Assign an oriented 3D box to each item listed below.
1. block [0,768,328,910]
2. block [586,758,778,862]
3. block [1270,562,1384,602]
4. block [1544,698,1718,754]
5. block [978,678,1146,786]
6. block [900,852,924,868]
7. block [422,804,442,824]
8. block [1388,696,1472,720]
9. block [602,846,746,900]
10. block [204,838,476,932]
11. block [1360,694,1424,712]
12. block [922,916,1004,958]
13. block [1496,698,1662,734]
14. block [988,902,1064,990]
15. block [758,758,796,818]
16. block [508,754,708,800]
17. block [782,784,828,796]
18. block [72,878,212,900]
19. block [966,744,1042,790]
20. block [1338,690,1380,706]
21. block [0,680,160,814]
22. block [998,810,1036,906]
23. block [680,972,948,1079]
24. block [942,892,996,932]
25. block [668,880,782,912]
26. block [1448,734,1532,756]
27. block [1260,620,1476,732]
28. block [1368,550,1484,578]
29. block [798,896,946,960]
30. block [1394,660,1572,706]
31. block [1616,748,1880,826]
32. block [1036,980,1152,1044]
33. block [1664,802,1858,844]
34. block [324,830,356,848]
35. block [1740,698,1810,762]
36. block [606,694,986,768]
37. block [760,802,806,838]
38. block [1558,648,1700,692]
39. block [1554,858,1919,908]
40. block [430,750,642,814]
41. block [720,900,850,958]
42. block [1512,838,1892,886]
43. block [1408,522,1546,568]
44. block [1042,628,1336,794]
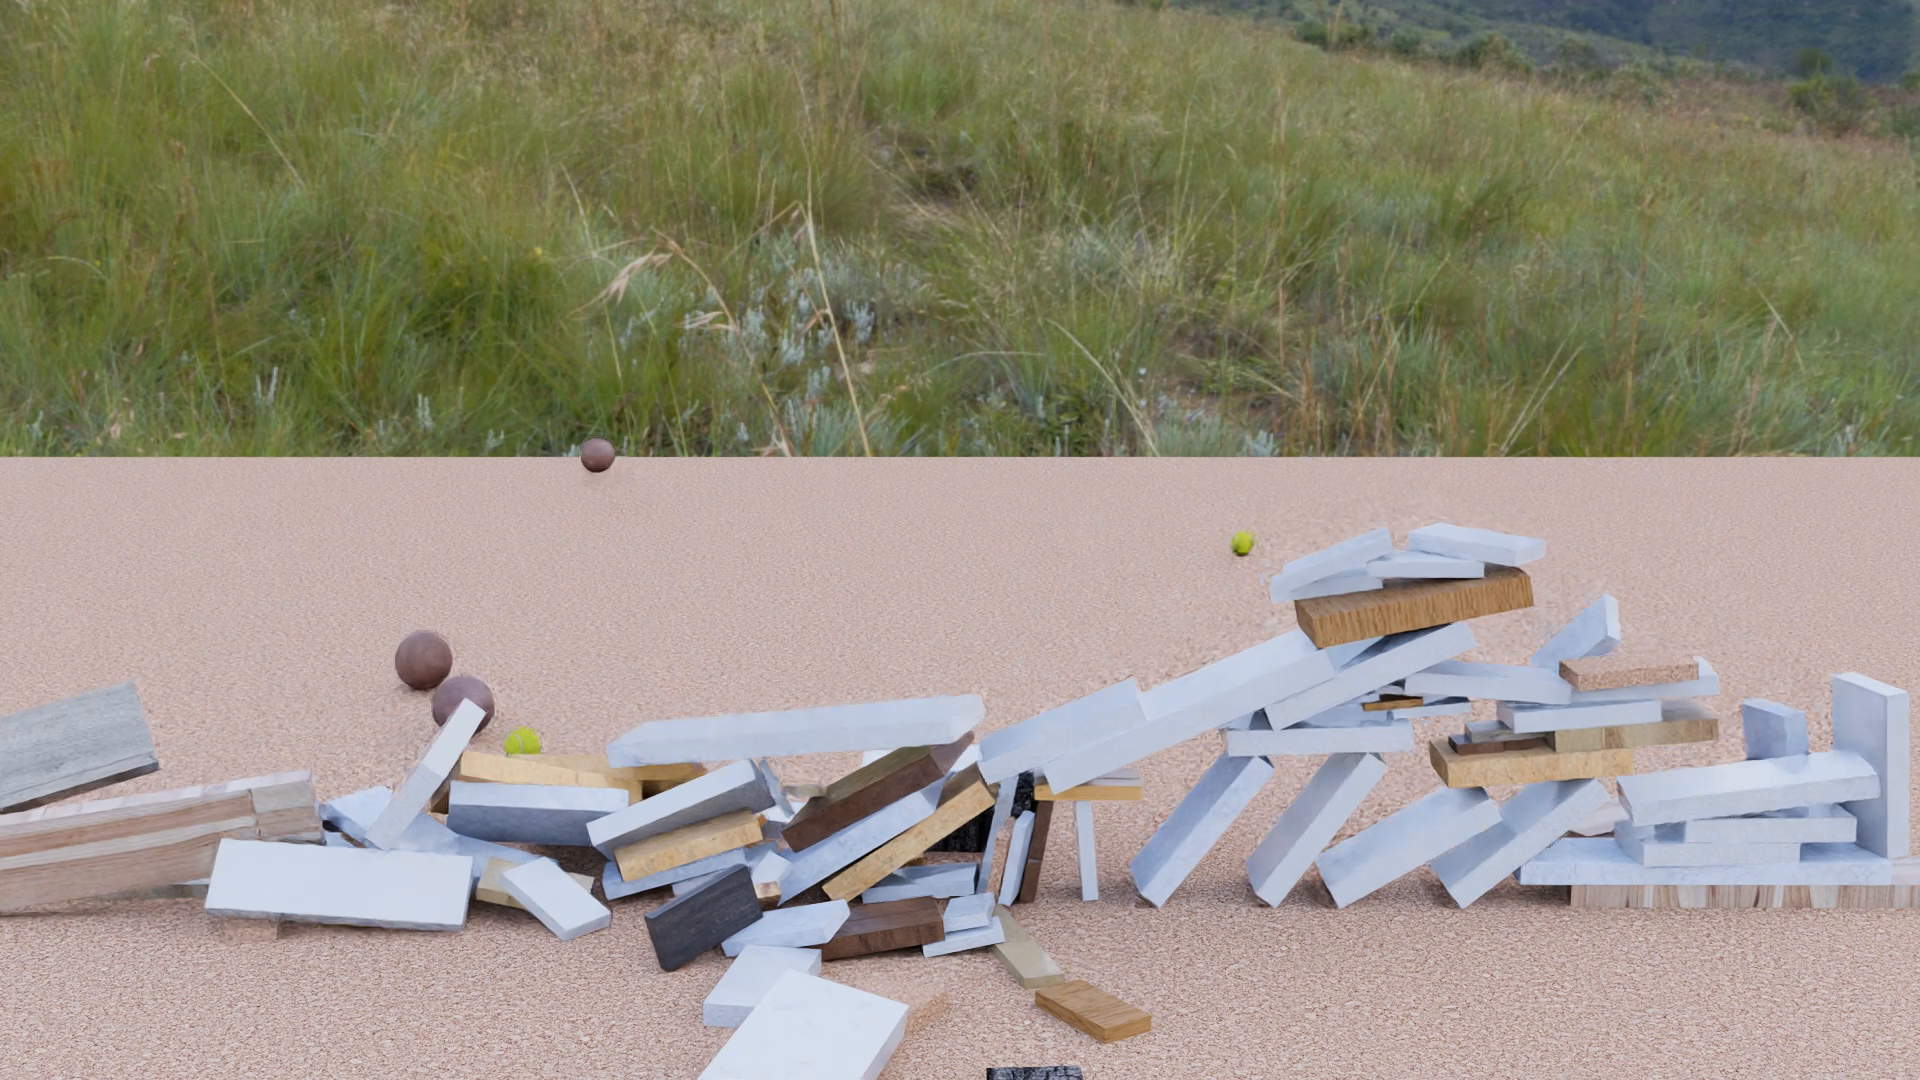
[{"bbox_3d":[-1.381,0.496,3.556,0.674,0.147,0.042,-8,21,-7],"label":"block"},{"bbox_3d":[-0.467,0.463,3.716,0.293,0.042,0.147,-22,-26,1],"label":"block"},{"bbox_3d":[0.613,0.069,3.664,0.183,0.026,0.091,-8,11,16],"label":"block"},{"bbox_3d":[1.094,0.304,3.614,0.261,0.037,0.130,-5,11,2],"label":"block"},{"bbox_3d":[0.166,0.312,3.598,0.279,0.040,0.140,-22,10,7],"label":"block"},{"bbox_3d":[-0.179,0.547,3.810,0.229,0.032,0.114,0,11,-2],"label":"block"},{"bbox_3d":[-0.942,0.509,3.798,0.207,0.029,0.104,37,29,32],"label":"block"},{"bbox_3d":[0.769,0.273,3.609,0.126,0.017,0.061,-6,10,2],"label":"block"},{"bbox_3d":[-0.477,0.540,3.679,0.235,0.033,0.117,-15,8,-4],"label":"block"},{"bbox_3d":[-0.982,0.550,3.496,0.399,0.117,0.033,4,-33,-3],"label":"block"},{"bbox_3d":[0.707,0.265,3.605,0.095,0.014,0.048,-6,10,2],"label":"block"},{"bbox_3d":[0.003,0.616,3.416,0.126,0.018,0.063,-11,12,-4],"label":"block"},{"bbox_3d":[1.014,0.276,3.611,0.238,0.034,0.119,-5,11,1],"label":"block"},{"bbox_3d":[0.080,0.628,3.417,0.063,0.018,0.322,-3,11,-16],"label":"block"},{"bbox_3d":[-0.311,0.421,3.727,0.015,0.053,0.106,-30,37,-3],"label":"block"},{"bbox_3d":[-0.607,0.449,3.886,0.358,0.179,0.051,-2,52,17],"label":"block"},{"bbox_3d":[-0.264,0.425,3.740,0.053,0.015,0.106,0,-4,-17],"label":"block"},{"bbox_3d":[-1.348,0.576,3.681,0.650,0.023,0.081,-1,11,-4],"label":"block"},{"bbox_3d":[0.049,0.452,4.274,0.494,0.051,0.179,-9,14,-39],"label":"block"},{"bbox_3d":[0.636,0.258,3.610,0.095,0.014,0.048,-8,10,-1],"label":"block"},{"bbox_3d":[-1.771,0.430,3.679,0.798,0.160,0.045,-17,-21,-21],"label":"block"},{"bbox_3d":[0.093,0.518,3.584,0.020,0.140,0.070,14,14,12],"label":"block"},{"bbox_3d":[-0.227,0.703,2.972,0.117,0.033,0.578,7,13,34],"label":"block"},{"bbox_3d":[0.014,0.587,3.474,0.070,0.020,0.140,-10,3,6],"label":"block"},{"bbox_3d":[-0.378,0.585,3.459,0.181,0.090,0.026,-6,52,-28],"label":"block"},{"bbox_3d":[0.872,0.333,3.621,0.121,0.017,0.061,-5,10,-1],"label":"block"},{"bbox_3d":[0.654,0.201,3.605,0.351,0.050,0.176,-23,10,3],"label":"block"},{"bbox_3d":[0.759,0.038,3.590,0.183,0.026,0.091,0,12,10],"label":"block"},{"bbox_3d":[-0.148,0.606,3.425,0.233,0.033,0.117,-8,12,-8],"label":"block"},{"bbox_3d":[0.850,0.230,3.610,0.272,0.034,0.119,5,10,-4],"label":"block"},{"bbox_3d":[1.288,0.406,3.609,0.386,0.039,0.137,-8,11,8],"label":"block"},{"bbox_3d":[0.190,0.674,3.151,0.082,0.023,0.165,-7,13,-34],"label":"block"},{"bbox_3d":[1.316,0.460,3.640,0.280,0.040,0.140,0,11,-1],"label":"block"},{"bbox_3d":[-1.203,0.517,3.851,0.458,0.029,0.104,5,-18,23],"label":"block"},{"bbox_3d":[1.415,0.420,3.789,0.039,0.274,0.137,-11,8,-10],"label":"block"},{"bbox_3d":[-0.281,0.321,3.679,0.646,0.040,0.140,-7,11,24],"label":"block"},{"bbox_3d":[-0.378,0.508,4.021,0.314,0.032,0.114,2,11,11],"label":"block"},{"bbox_3d":[1.086,0.210,3.573,0.196,0.028,0.098,-5,11,-2],"label":"block"},{"bbox_3d":[1.461,0.570,3.667,0.921,0.040,0.140,0,11,0],"label":"block"},{"bbox_3d":[-0.724,0.439,3.760,0.319,0.045,0.160,14,-36,-26],"label":"block"},{"bbox_3d":[-0.268,0.598,3.385,0.181,0.026,0.090,-13,14,24],"label":"block"},{"bbox_3d":[1.219,0.534,3.654,0.604,0.037,0.131,0,11,0],"label":"block"},{"bbox_3d":[0.843,0.007,3.591,0.196,0.028,0.098,11,17,41],"label":"block"},{"bbox_3d":[0.364,0.275,3.597,0.489,0.050,0.175,-23,10,3],"label":"block"}]
